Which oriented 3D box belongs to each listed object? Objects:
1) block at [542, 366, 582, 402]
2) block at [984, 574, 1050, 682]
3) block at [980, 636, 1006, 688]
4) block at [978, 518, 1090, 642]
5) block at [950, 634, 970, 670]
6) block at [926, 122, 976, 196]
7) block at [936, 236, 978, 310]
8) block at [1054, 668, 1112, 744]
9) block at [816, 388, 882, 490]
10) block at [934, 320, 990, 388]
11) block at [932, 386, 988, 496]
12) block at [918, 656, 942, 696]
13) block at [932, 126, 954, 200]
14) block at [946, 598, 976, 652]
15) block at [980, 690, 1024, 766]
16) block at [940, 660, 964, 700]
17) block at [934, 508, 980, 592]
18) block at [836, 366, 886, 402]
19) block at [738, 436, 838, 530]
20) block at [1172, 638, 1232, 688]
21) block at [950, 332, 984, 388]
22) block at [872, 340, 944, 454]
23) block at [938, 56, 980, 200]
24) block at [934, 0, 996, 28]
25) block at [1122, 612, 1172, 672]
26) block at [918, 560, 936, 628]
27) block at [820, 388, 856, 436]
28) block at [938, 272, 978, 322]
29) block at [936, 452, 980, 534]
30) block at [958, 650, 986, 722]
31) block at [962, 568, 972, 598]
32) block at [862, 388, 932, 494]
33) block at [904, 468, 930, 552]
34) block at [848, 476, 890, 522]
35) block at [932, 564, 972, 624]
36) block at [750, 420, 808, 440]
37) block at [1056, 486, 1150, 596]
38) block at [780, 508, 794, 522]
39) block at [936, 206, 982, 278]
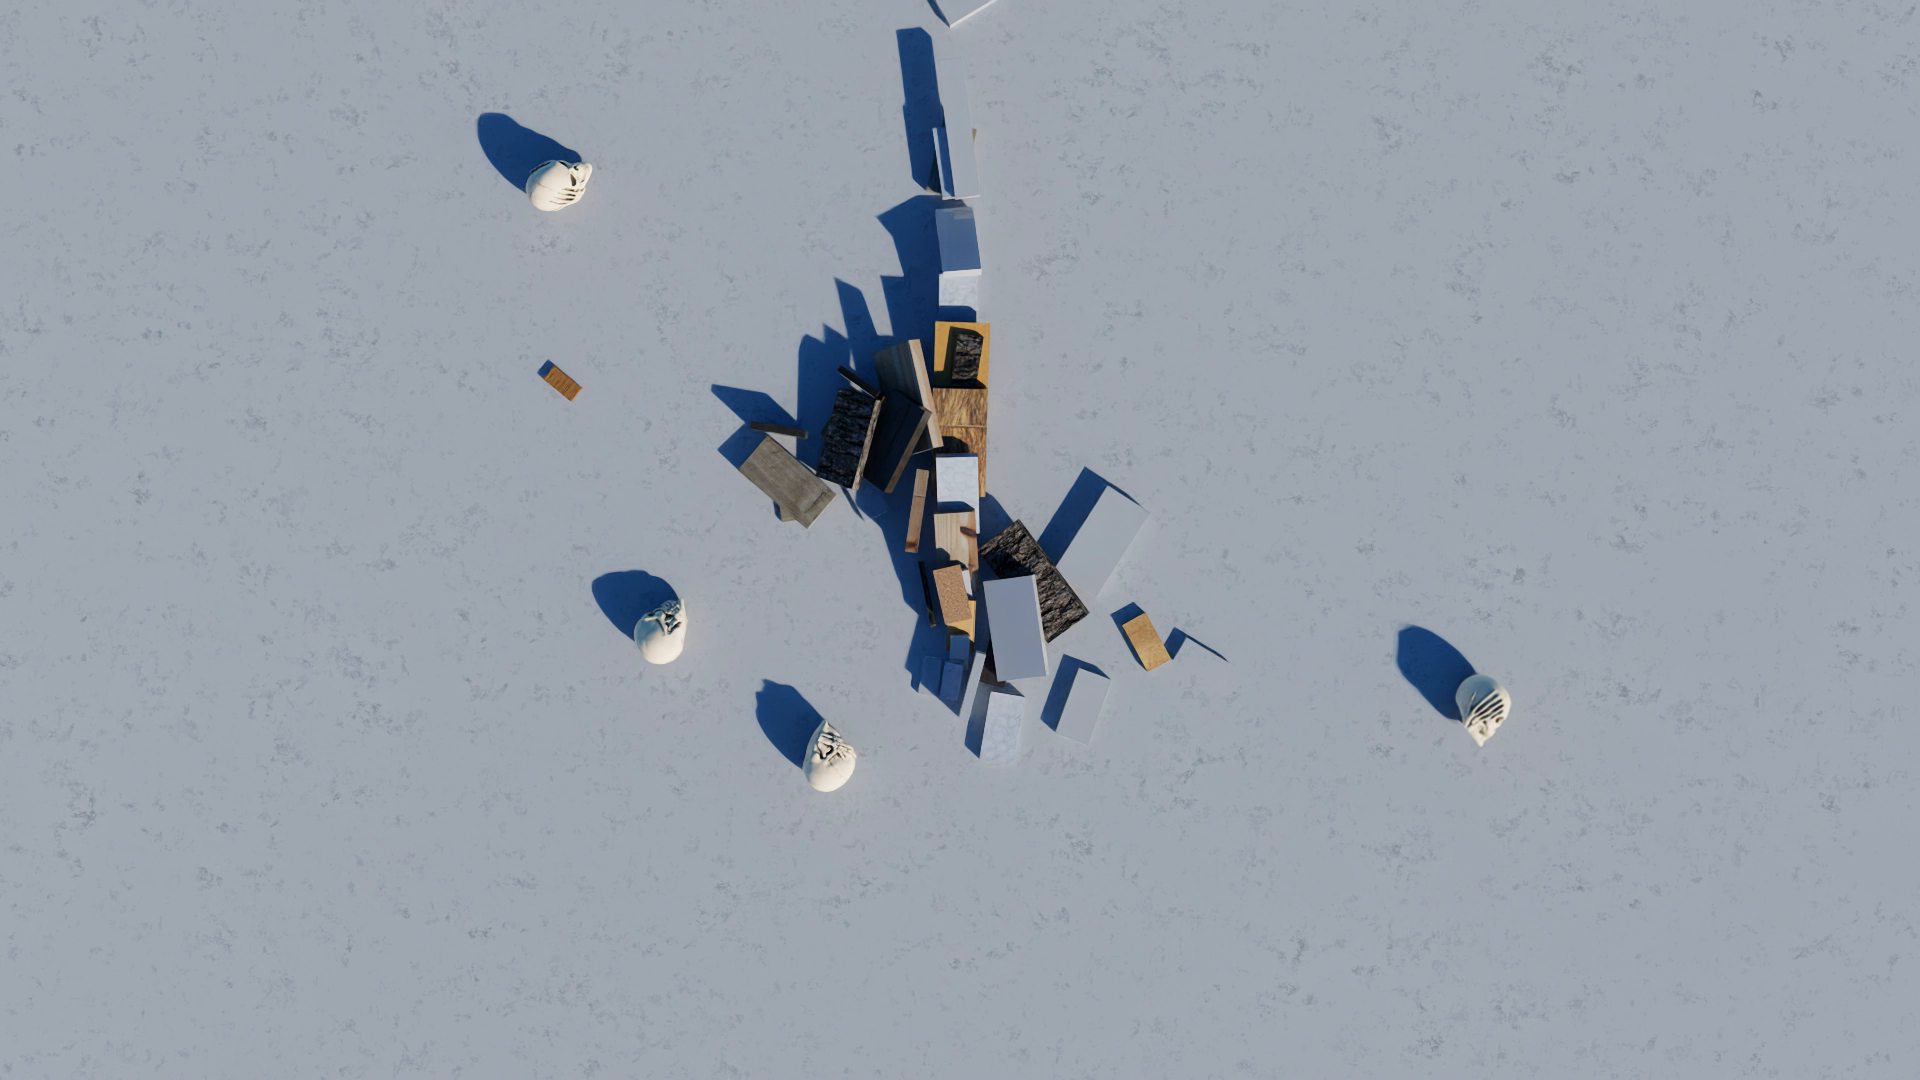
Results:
[{"bbox_3d":[-1.323,-0.521,5.492,0.118,0.017,0.059,39,90,0],"label":"block"},{"bbox_3d":[0.185,0.289,5.426,0.166,0.047,0.332,-8,91,16],"label":"block"},{"bbox_3d":[0.126,0.395,5.487,0.089,0.025,0.177,15,90,0],"label":"block"},{"bbox_3d":[0.243,0.136,5.452,0.166,0.047,0.388,-37,90,18],"label":"block"},{"bbox_3d":[-0.002,0.371,5.466,0.063,0.018,0.126,3,114,0],"label":"block"},{"bbox_3d":[-0.028,-1.262,5.483,0.117,0.033,0.233,14,90,0],"label":"block"},{"bbox_3d":[-0.008,-0.888,5.482,0.125,0.035,0.249,-3,90,0],"label":"block"},{"bbox_3d":[0.409,0.552,5.484,0.115,0.033,0.230,20,90,0],"label":"block"},{"bbox_3d":[-0.365,-0.333,5.416,0.151,0.043,0.302,20,100,28],"label":"block"},{"bbox_3d":[0.004,-0.540,5.440,0.179,0.051,0.357,2,101,0],"label":"block"},{"bbox_3d":[-0.002,-0.324,5.433,0.179,0.051,0.357,1,104,0],"label":"block"},{"bbox_3d":[-0.099,0.453,5.491,0.063,0.018,0.126,8,90,0],"label":"block"},{"bbox_3d":[-0.017,-1.250,5.450,0.117,0.033,0.233,-8,90,0],"label":"block"},{"bbox_3d":[0.003,0.280,5.458,0.091,0.026,0.182,2,109,0],"label":"block"},{"bbox_3d":[0.139,0.625,5.484,0.115,0.033,0.230,10,90,0],"label":"block"},{"bbox_3d":[-0.028,0.468,5.477,0.063,0.018,0.126,9,103,0],"label":"block"},{"bbox_3d":[-0.010,0.037,5.445,0.135,0.038,0.271,-3,106,0],"label":"block"},{"bbox_3d":[-0.324,-0.513,5.436,0.166,0.083,0.023,36,90,17],"label":"block"},{"bbox_3d":[-0.571,-0.189,5.467,0.302,0.043,0.151,40,87,3],"label":"block"},{"bbox_3d":[0.806,0.407,5.487,0.177,0.025,0.089,31,90,0],"label":"block"},{"bbox_3d":[0.024,-0.588,5.393,0.083,0.023,0.166,9,101,-2],"label":"block"},{"bbox_3d":[-0.172,-0.462,5.419,0.179,0.051,0.357,-13,90,45],"label":"block"},{"bbox_3d":[-0.004,-1.353,5.422,0.083,0.023,0.457,-7,90,0],"label":"block"},{"bbox_3d":[0.038,-1.816,5.483,0.233,0.033,0.117,-31,90,0],"label":"block"},{"bbox_3d":[0.620,0.339,5.487,0.089,0.025,0.177,-29,90,0],"label":"block"},{"bbox_3d":[-0.109,0.179,5.471,0.017,0.059,0.220,-11,90,0],"label":"block"},{"bbox_3d":[-0.377,-0.405,5.487,0.091,0.026,0.183,33,90,0],"label":"block"},{"bbox_3d":[-0.008,-0.759,5.447,0.125,0.035,0.249,1,105,-1],"label":"block"},{"bbox_3d":[-0.007,-0.152,5.426,0.135,0.038,0.271,-1,114,1],"label":"block"},{"bbox_3d":[0.039,0.482,5.442,0.033,0.115,0.230,15,90,0],"label":"block"},{"bbox_3d":[-0.005,0.184,5.454,0.091,0.026,0.182,-8,111,2],"label":"block"},{"bbox_3d":[-0.221,-0.322,5.378,0.151,0.043,0.302,37,108,29],"label":"block"},{"bbox_3d":[-0.141,-0.095,5.432,0.038,0.135,0.271,8,90,0],"label":"block"},{"bbox_3d":[-0.318,-0.160,5.487,0.091,0.026,0.183,-29,90,0],"label":"block"},{"bbox_3d":[-0.024,0.177,5.402,0.091,0.026,0.182,-13,95,1],"label":"block"},{"bbox_3d":[-0.597,-0.363,5.454,0.183,0.091,0.026,10,90,0],"label":"block"},{"bbox_3d":[0.470,0.005,5.476,0.166,0.047,0.332,33,90,0],"label":"block"},{"bbox_3d":[-0.538,-0.097,5.492,0.118,0.017,0.059,-9,90,0],"label":"block"},{"bbox_3d":[-0.007,-0.981,5.427,0.125,0.035,0.249,-5,65,-4],"label":"block"}]
